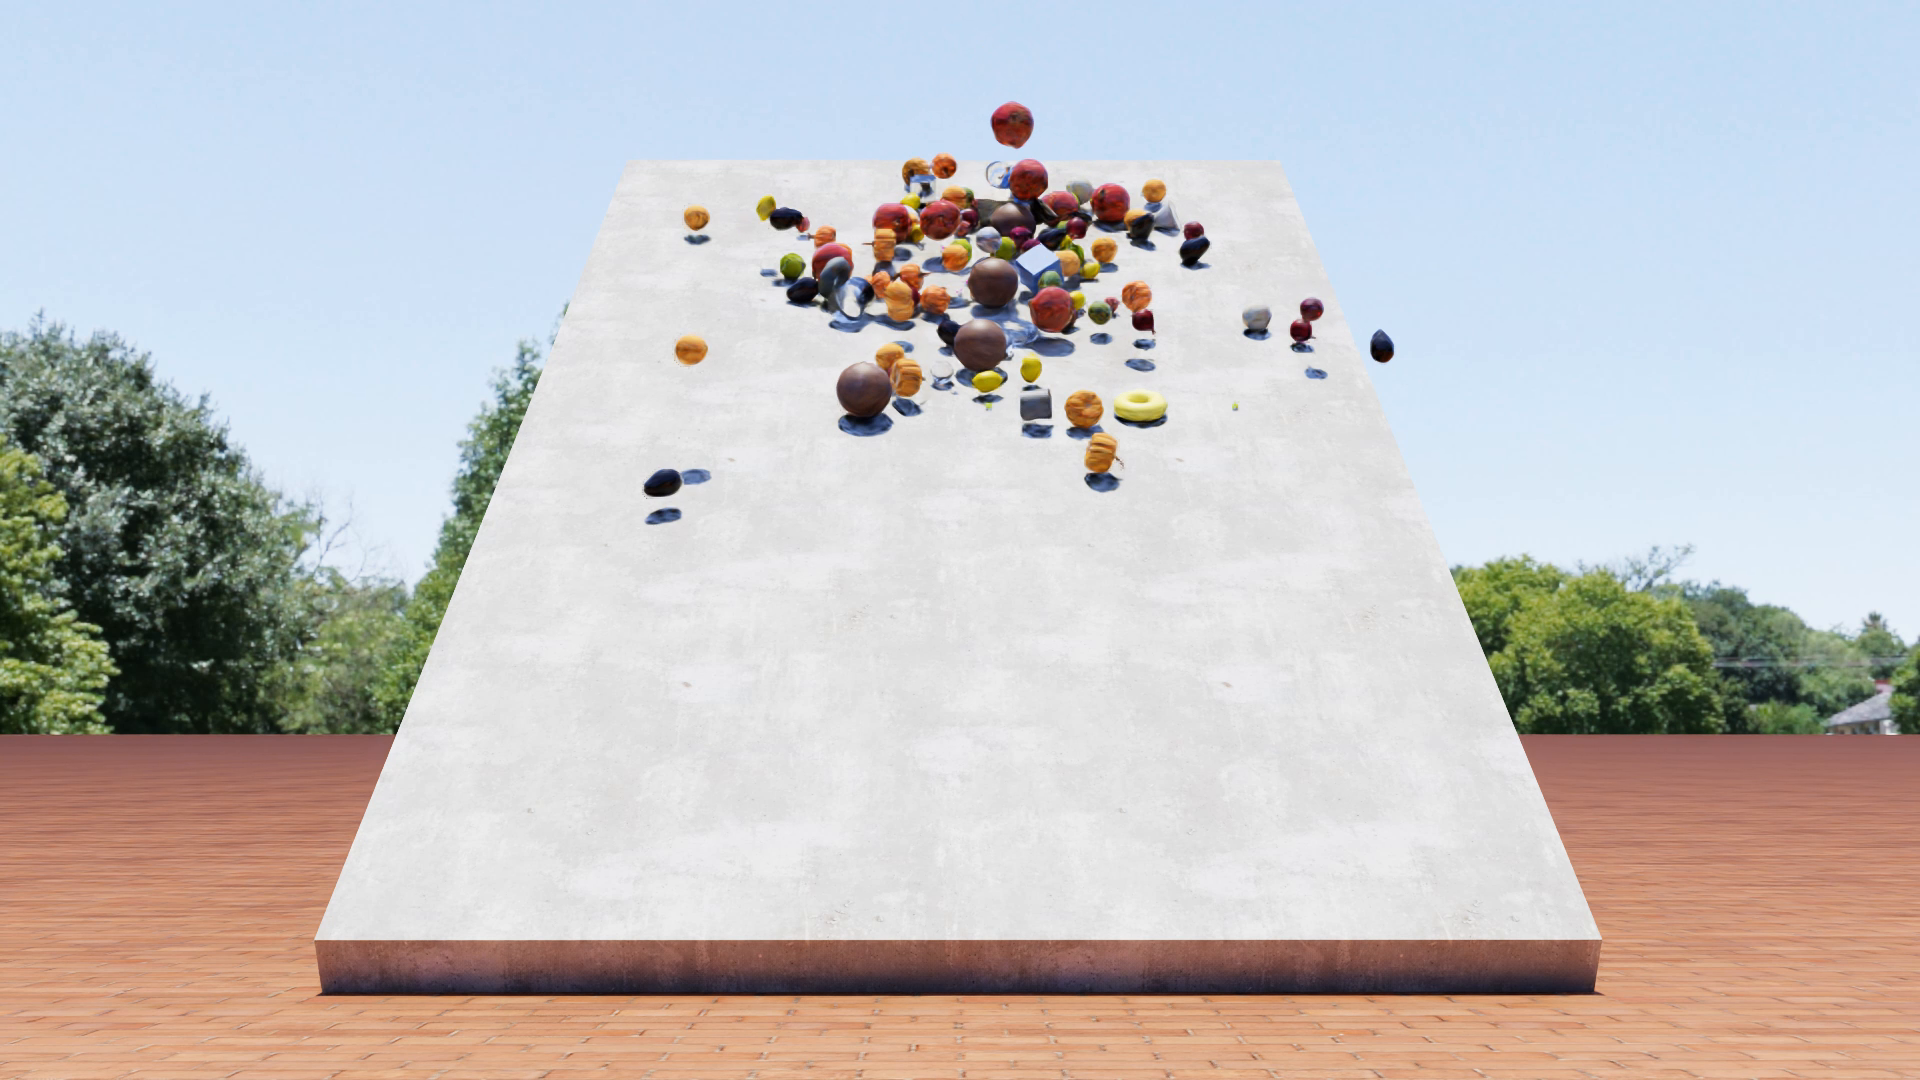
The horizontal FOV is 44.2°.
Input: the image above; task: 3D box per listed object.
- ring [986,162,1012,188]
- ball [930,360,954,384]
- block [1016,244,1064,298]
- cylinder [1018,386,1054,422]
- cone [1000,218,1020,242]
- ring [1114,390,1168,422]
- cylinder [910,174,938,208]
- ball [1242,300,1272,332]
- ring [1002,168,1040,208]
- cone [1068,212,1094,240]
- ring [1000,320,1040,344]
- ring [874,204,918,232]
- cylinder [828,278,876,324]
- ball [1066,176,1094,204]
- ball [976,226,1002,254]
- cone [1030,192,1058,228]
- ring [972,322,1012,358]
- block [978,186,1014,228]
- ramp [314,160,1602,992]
[{"bbox_3d":[0.120,-1.057,6.864,0.099,0.033,0.099,13,-41,11],"label":"ring"},{"bbox_3d":[-0.043,-0.403,5.659,0.056,0.056,0.056,0,-5,0],"label":"ball"},{"bbox_3d":[0.209,-0.706,6.188,0.084,0.084,0.084,-34,-39,-14],"label":"block"},{"bbox_3d":[0.174,-0.310,5.424,0.069,0.069,0.069,-13,-7,11],"label":"cylinder"},{"bbox_3d":[0.124,-0.847,6.578,0.067,0.067,0.067,25,-30,15],"label":"cone"},{"bbox_3d":[0.419,-0.312,5.496,0.127,0.042,0.127,-1,26,1],"label":"ring"},{"bbox_3d":[-0.106,-1.009,6.843,0.077,0.077,0.077,-4,29,2],"label":"cylinder"},{"bbox_3d":[0.748,-0.565,5.967,0.076,0.076,0.076,0,-5,0],"label":"ball"},{"bbox_3d":[0.174,-1.018,6.821,0.116,0.116,0.039,-1,20,18],"label":"ring"},{"bbox_3d":[0.320,-0.846,6.432,0.069,0.069,0.069,15,-18,5],"label":"cone"},{"bbox_3d":[0.142,-0.521,5.918,0.111,0.037,0.111,1,26,0],"label":"ring"},{"bbox_3d":[-0.181,-0.909,6.675,0.131,0.044,0.131,6,34,-4],"label":"ring"},{"bbox_3d":[-0.278,-0.613,6.037,0.093,0.093,0.093,-2,23,26],"label":"cylinder"},{"bbox_3d":[0.344,-1.008,6.812,0.081,0.081,0.081,0,-5,0],"label":"ball"},{"bbox_3d":[0.072,-0.756,5.961,0.067,0.067,0.067,0,-5,0],"label":"ball"},{"bbox_3d":[0.217,-0.924,6.558,0.090,0.090,0.090,-22,4,2],"label":"cone"},{"bbox_3d":[0.079,-0.493,5.828,0.108,0.108,0.036,2,-41,-20],"label":"ring"},{"bbox_3d":[0.101,-0.941,6.697,0.084,0.084,0.084,7,32,12],"label":"block"},{"bbox_3d":[-0.010,-0.228,5.483,2.000,0.100,4.000,0,27,0],"label":"ramp"}]
